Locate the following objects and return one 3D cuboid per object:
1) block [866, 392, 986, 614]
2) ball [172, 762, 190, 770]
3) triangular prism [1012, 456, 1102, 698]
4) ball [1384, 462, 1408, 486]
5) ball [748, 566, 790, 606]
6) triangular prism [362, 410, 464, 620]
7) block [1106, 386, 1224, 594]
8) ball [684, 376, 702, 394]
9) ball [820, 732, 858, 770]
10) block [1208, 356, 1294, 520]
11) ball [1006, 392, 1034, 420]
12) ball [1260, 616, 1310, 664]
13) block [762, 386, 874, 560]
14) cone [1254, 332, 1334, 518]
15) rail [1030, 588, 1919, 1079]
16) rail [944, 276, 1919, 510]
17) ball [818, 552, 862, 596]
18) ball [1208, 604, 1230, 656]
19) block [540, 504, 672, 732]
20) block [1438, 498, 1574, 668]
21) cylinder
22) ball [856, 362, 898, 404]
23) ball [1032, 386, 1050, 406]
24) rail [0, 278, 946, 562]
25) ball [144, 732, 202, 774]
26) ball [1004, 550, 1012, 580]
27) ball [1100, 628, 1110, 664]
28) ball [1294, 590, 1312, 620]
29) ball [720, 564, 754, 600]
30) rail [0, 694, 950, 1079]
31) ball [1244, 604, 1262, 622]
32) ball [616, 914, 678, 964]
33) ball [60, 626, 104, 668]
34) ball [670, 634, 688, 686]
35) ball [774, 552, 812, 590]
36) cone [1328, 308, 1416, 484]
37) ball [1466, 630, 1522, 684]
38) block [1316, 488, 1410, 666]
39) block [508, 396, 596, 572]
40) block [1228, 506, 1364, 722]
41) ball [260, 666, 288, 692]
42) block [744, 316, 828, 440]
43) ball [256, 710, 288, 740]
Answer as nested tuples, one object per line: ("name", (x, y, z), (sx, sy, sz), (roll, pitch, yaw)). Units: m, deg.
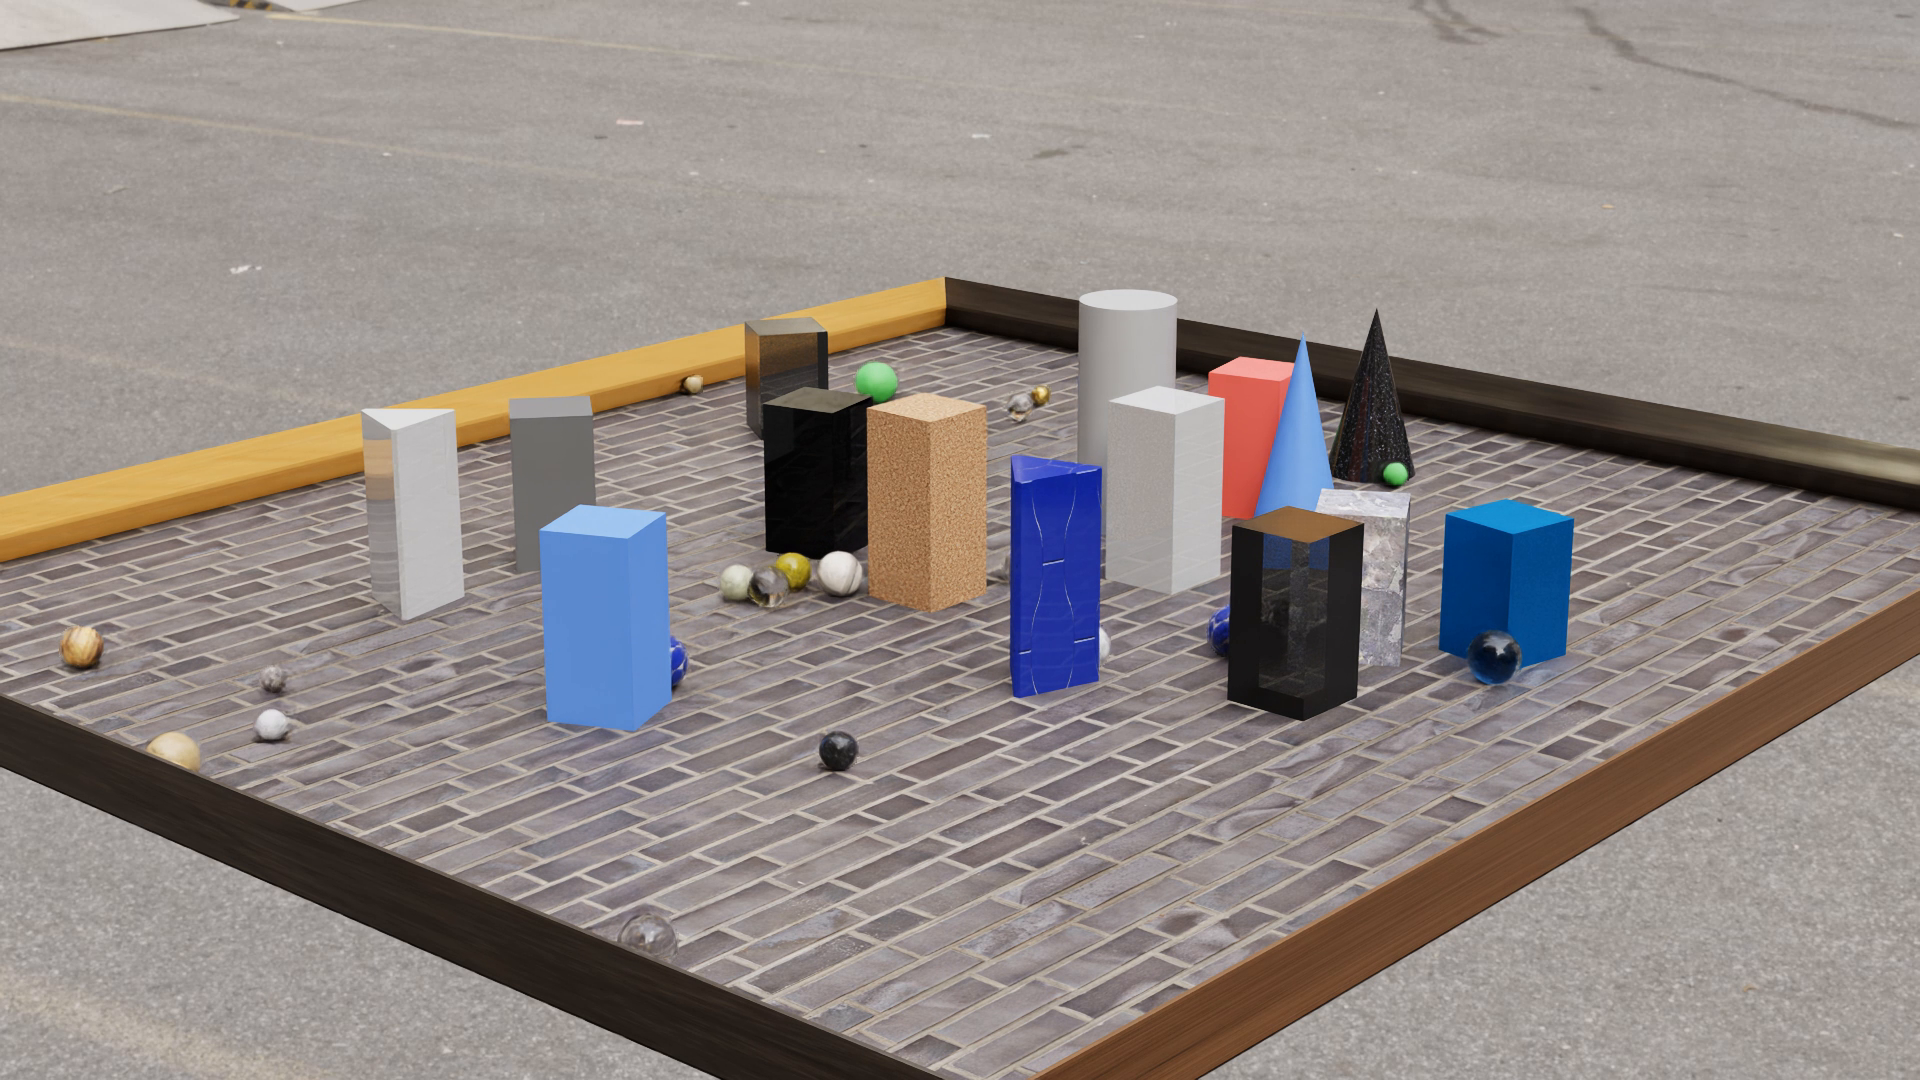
("block", (-0.056, -0.066, 5.061), (0.145, 0.337, 0.145), (14, 22, 39))
("ball", (-1.120, 0.347, 4.166), (0.065, 0.065, 0.065), (0, 17, 0))
("triangular prism", (0.120, 0.050, 4.652), (0.157, 0.353, 0.136), (-10, 20, -30))
("ball", (0.856, -0.129, 5.771), (0.047, 0.047, 0.047), (0, 17, 0))
("ball", (-0.328, 0.080, 5.041), (0.071, 0.071, 0.071), (0, 17, 0))
("triangular prism", (-0.962, -0.053, 5.025), (0.136, 0.334, 0.157), (10, 19, 29))
("block", (0.360, -0.089, 5.159), (0.145, 0.325, 0.145), (14, 22, 38))
("ball", (-0.591, -0.342, 6.484), (0.041, 0.041, 0.041), (0, 17, 0))
("ball", (-0.179, 0.309, 4.309), (0.056, 0.056, 0.056), (0, 17, 0))
("block", (0.567, -0.191, 5.580), (0.145, 0.276, 0.145), (9, 19, 28))
("ball", (0.128, -0.285, 6.264), (0.060, 0.060, 0.060), (0, 17, 0))
("ball", (0.527, 0.162, 4.755), (0.080, 0.080, 0.080), (0, 17, 0))
("block", (-0.256, -0.121, 5.345), (0.145, 0.278, 0.145), (9, 19, 27))
("cone", (0.617, -0.182, 5.326), (0.182, 0.406, 0.182), (0, 17, 0))
("rail", (1.051, 0.294, 4.248), (0.045, 0.118, 3.145), (14, 22, 39))
("rail", (1.015, -0.310, 6.241), (2.831, 0.118, 0.045), (14, 22, 39))
("ball", (-0.209, 0.058, 5.098), (0.079, 0.079, 0.079), (0, 17, 0))
("ball", (0.449, 0.148, 4.786), (0.088, 0.088, 0.088), (0, 17, 0))
("block", (-0.543, 0.118, 4.507), (0.145, 0.307, 0.145), (5, 18, 17))
("block", (0.891, 0.073, 4.783), (0.145, 0.233, 0.145), (-13, 21, -36))
("cylinder", (0.310, -0.239, 5.474), (0.182, 0.429, 0.182), (0, 17, 0))
("ball", (-0.183, -0.343, 6.400), (0.091, 0.091, 0.091), (0, 17, 0))
("ball", (0.176, -0.314, 6.389), (0.042, 0.042, 0.042), (0, 17, 0))
("rail", (-1.051, -0.235, 5.995), (0.045, 0.118, 3.145), (14, 22, 39))
("ball", (-1.137, 0.318, 4.235), (0.082, 0.082, 0.082), (0, 17, 0))
("ball", (0.113, 0.044, 5.160), (0.070, 0.070, 0.070), (0, 17, 0))
("ball", (0.207, 0.172, 4.737), (0.071, 0.071, 0.071), (0, 17, 0))
("ball", (0.593, 0.111, 4.970), (0.053, 0.053, 0.053), (0, 17, 0))
("ball", (-0.385, 0.073, 5.075), (0.063, 0.063, 0.063), (0, 17, 0))
("rail", (-1.015, 0.369, 4.002), (2.831, 0.118, 0.045), (14, 22, 39))
("ball", (0.475, 0.136, 4.880), (0.057, 0.057, 0.057), (0, 17, 0))
("ball", (-0.388, 0.502, 3.639), (0.075, 0.075, 0.075), (0, 17, 0))
("ball", (-1.419, 0.173, 4.739), (0.067, 0.067, 0.067), (0, 17, 0))
("ball", (-0.475, 0.192, 4.636), (0.090, 0.090, 0.090), (0, 17, 0))
("ball", (-0.293, 0.055, 5.129), (0.067, 0.067, 0.067), (0, 17, 0))
("cone", (0.822, -0.299, 5.832), (0.182, 0.337, 0.182), (0, 17, 0))
("ball", (0.850, 0.186, 4.663), (0.087, 0.087, 0.087), (0, 17, 0))
("block", (0.654, 0.060, 4.793), (0.145, 0.251, 0.145), (3, 17, 11))
("block", (-0.732, -0.102, 5.276), (0.145, 0.283, 0.145), (-3, 17, -9))
("block", (0.522, 0.112, 4.562), (0.145, 0.286, 0.145), (15, 22, 40))
("ball", (-1.083, 0.221, 4.627), (0.041, 0.041, 0.041), (0, 17, 0))
("block", (-0.364, -0.340, 6.163), (0.145, 0.224, 0.145), (-5, 18, -15))
("ball", (-1.038, 0.279, 4.423), (0.047, 0.047, 0.047), (0, 17, 0))
